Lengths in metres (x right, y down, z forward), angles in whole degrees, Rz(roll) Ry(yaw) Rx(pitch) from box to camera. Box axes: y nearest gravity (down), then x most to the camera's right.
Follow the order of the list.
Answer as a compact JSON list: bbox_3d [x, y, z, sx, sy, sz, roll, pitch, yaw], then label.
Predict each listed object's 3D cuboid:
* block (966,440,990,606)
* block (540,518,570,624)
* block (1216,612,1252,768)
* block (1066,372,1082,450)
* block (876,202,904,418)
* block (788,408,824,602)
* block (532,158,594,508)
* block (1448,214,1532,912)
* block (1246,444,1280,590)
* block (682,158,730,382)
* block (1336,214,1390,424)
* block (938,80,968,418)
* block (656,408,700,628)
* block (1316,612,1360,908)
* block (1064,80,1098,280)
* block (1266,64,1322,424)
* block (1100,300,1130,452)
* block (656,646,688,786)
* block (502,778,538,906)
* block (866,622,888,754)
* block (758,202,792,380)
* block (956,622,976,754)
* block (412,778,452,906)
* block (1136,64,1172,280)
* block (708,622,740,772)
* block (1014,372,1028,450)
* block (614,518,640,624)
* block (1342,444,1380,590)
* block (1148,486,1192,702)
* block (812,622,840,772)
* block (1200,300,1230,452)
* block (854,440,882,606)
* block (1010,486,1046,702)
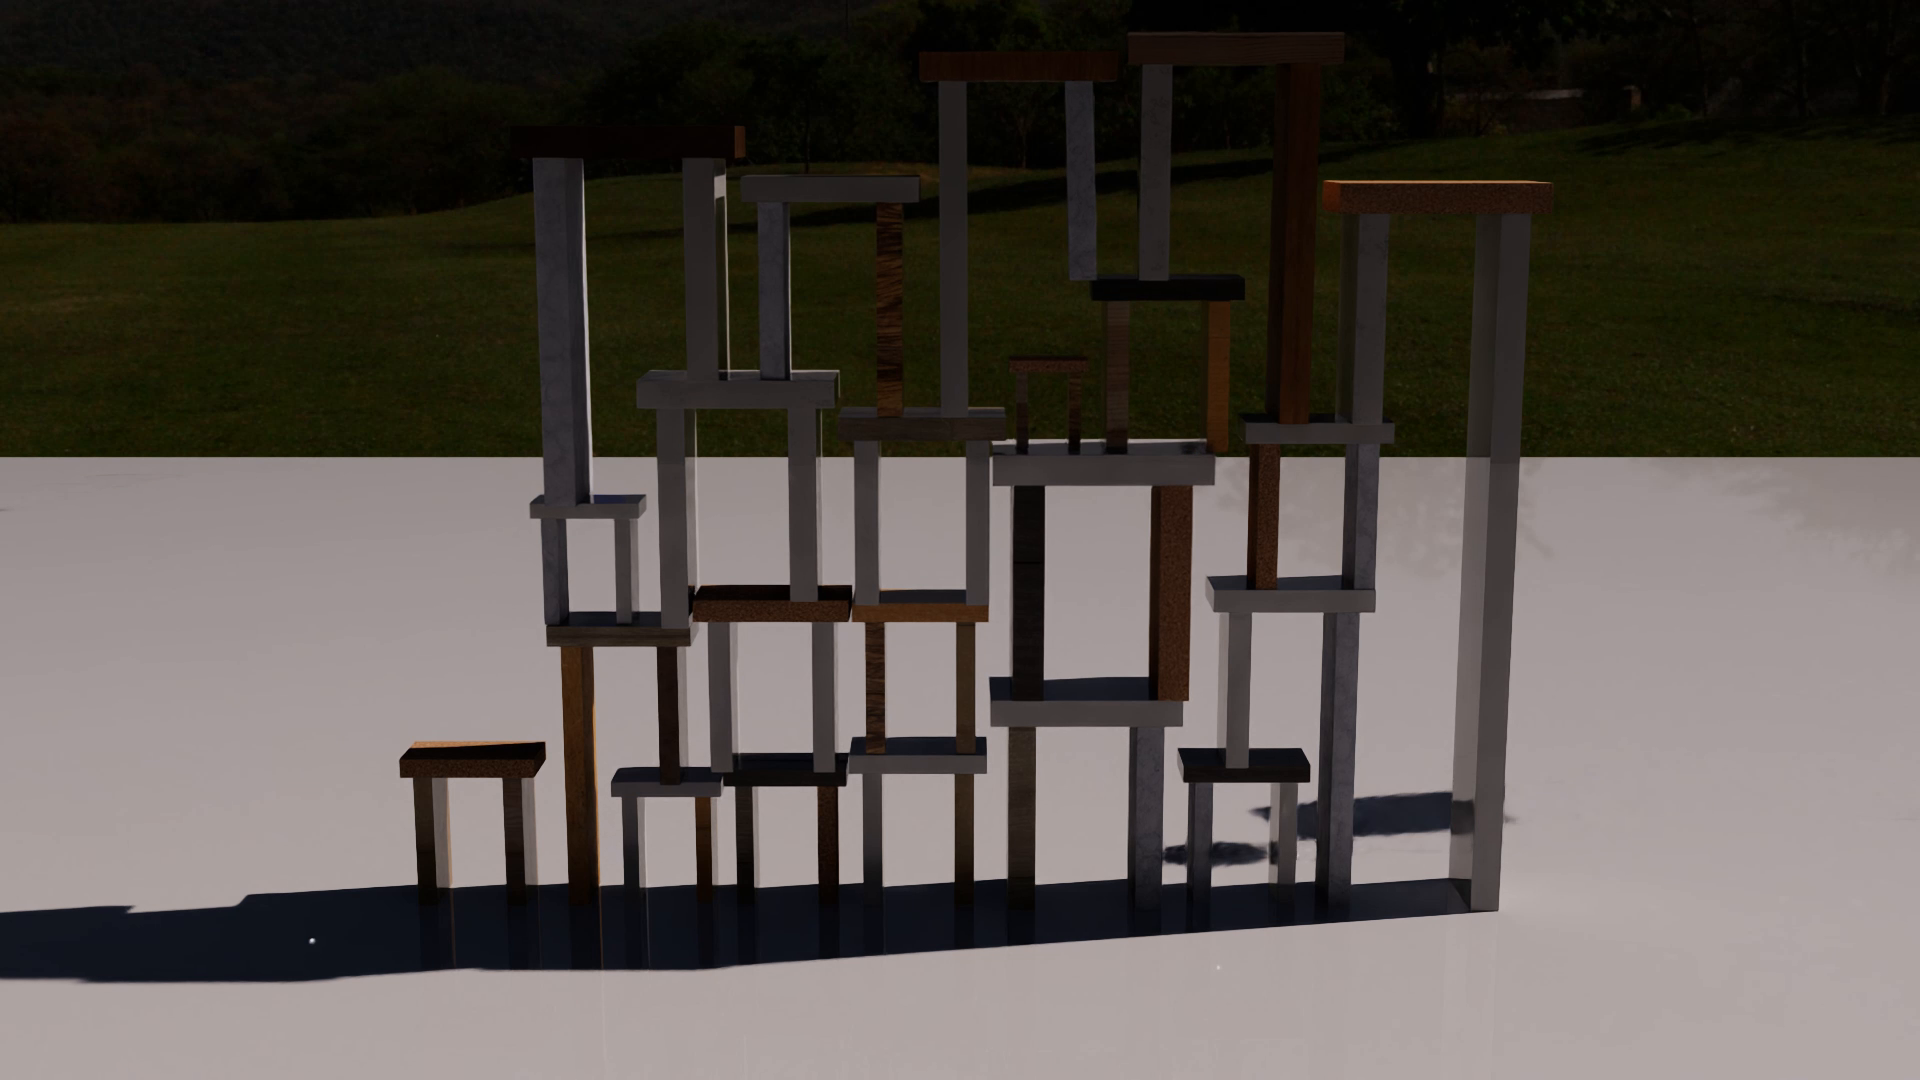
[{"bbox_3d":[0.028,-0.038,3.551,0.037,0.265,0.132,0,11,0],"label":"block"},{"bbox_3d":[-0.656,0.043,3.566,0.025,0.174,0.087,0,11,0],"label":"block"},{"bbox_3d":[0.449,0.231,3.600,0.037,0.258,0.129,0,10,0],"label":"block"},{"bbox_3d":[0.182,-0.211,3.514,0.018,0.125,0.063,0,13,-1],"label":"block"},{"bbox_3d":[-0.110,-0.370,3.494,0.039,0.334,0.138,0,11,0],"label":"block"},{"bbox_3d":[-0.248,-0.068,3.551,0.044,0.310,0.155,0,11,0],"label":"block"},{"bbox_3d":[-0.631,-0.334,3.502,0.049,0.542,0.171,0,11,0],"label":"block"},{"bbox_3d":[0.855,0.037,3.564,0.046,1.126,0.163,0,11,0],"label":"block"},{"bbox_3d":[0.489,-0.047,3.548,0.033,0.235,0.117,0,11,0],"label":"block"},{"bbox_3d":[-0.401,-0.432,3.484,0.049,0.343,0.171,0,11,0],"label":"block"},{"bbox_3d":[0.637,-0.356,3.490,0.046,0.327,0.163,0,11,0],"label":"block"},{"bbox_3d":[-0.010,-0.461,3.478,0.043,0.518,0.152,0,11,0],"label":"block"},{"bbox_3d":[-0.455,-0.046,3.555,0.044,0.354,0.155,0,11,0],"label":"block"},{"bbox_3d":[0.621,0.347,3.622,0.037,0.495,0.129,0,11,0],"label":"block"},{"bbox_3d":[0.192,-0.567,3.465,0.043,0.303,0.152,-1,11,4],"label":"block"},{"bbox_3d":[0.525,-0.468,3.474,0.047,0.552,0.164,0,11,0],"label":"block"},{"bbox_3d":[0.246,-0.267,3.511,0.034,0.238,0.119,0,11,-1],"label":"block"},{"bbox_3d":[-0.471,0.274,3.610,0.033,0.231,0.116,0,10,0],"label":"block"},{"bbox_3d":[-0.728,0.483,3.646,0.031,0.218,0.109,0,11,0],"label":"block"},{"bbox_3d":[-0.137,0.230,3.605,0.031,0.220,0.110,0,10,0],"label":"block"},{"bbox_3d":[-0.294,-0.399,3.488,0.039,0.275,0.138,0,11,0],"label":"block"},{"bbox_3d":[0.010,0.230,3.605,0.031,0.220,0.110,0,11,0],"label":"block"},{"bbox_3d":[-0.874,0.483,3.646,0.031,0.218,0.109,0,11,0],"label":"block"},{"bbox_3d":[0.304,-0.578,3.452,0.047,0.329,0.164,1,11,3],"label":"block"},{"bbox_3d":[-0.386,0.243,3.602,0.035,0.249,0.125,0,11,0],"label":"block"},{"bbox_3d":[0.098,-0.211,3.515,0.018,0.125,0.063,-1,13,-2],"label":"block"},{"bbox_3d":[-0.540,0.043,3.566,0.025,0.174,0.087,0,11,0],"label":"block"},{"bbox_3d":[0.646,-0.047,3.547,0.033,0.235,0.117,0,11,0],"label":"block"},{"bbox_3d":[0.341,0.070,3.575,0.049,0.349,0.175,0,11,0],"label":"block"},{"bbox_3d":[-0.220,0.242,3.603,0.035,0.249,0.125,0,11,0],"label":"block"},{"bbox_3d":[0.407,-0.267,3.513,0.034,0.238,0.119,0,11,0],"label":"block"},{"bbox_3d":[-0.148,-0.038,3.551,0.037,0.265,0.132,0,11,0],"label":"block"},{"bbox_3d":[0.108,0.071,3.574,0.049,0.349,0.175,0,11,0],"label":"block"}]
